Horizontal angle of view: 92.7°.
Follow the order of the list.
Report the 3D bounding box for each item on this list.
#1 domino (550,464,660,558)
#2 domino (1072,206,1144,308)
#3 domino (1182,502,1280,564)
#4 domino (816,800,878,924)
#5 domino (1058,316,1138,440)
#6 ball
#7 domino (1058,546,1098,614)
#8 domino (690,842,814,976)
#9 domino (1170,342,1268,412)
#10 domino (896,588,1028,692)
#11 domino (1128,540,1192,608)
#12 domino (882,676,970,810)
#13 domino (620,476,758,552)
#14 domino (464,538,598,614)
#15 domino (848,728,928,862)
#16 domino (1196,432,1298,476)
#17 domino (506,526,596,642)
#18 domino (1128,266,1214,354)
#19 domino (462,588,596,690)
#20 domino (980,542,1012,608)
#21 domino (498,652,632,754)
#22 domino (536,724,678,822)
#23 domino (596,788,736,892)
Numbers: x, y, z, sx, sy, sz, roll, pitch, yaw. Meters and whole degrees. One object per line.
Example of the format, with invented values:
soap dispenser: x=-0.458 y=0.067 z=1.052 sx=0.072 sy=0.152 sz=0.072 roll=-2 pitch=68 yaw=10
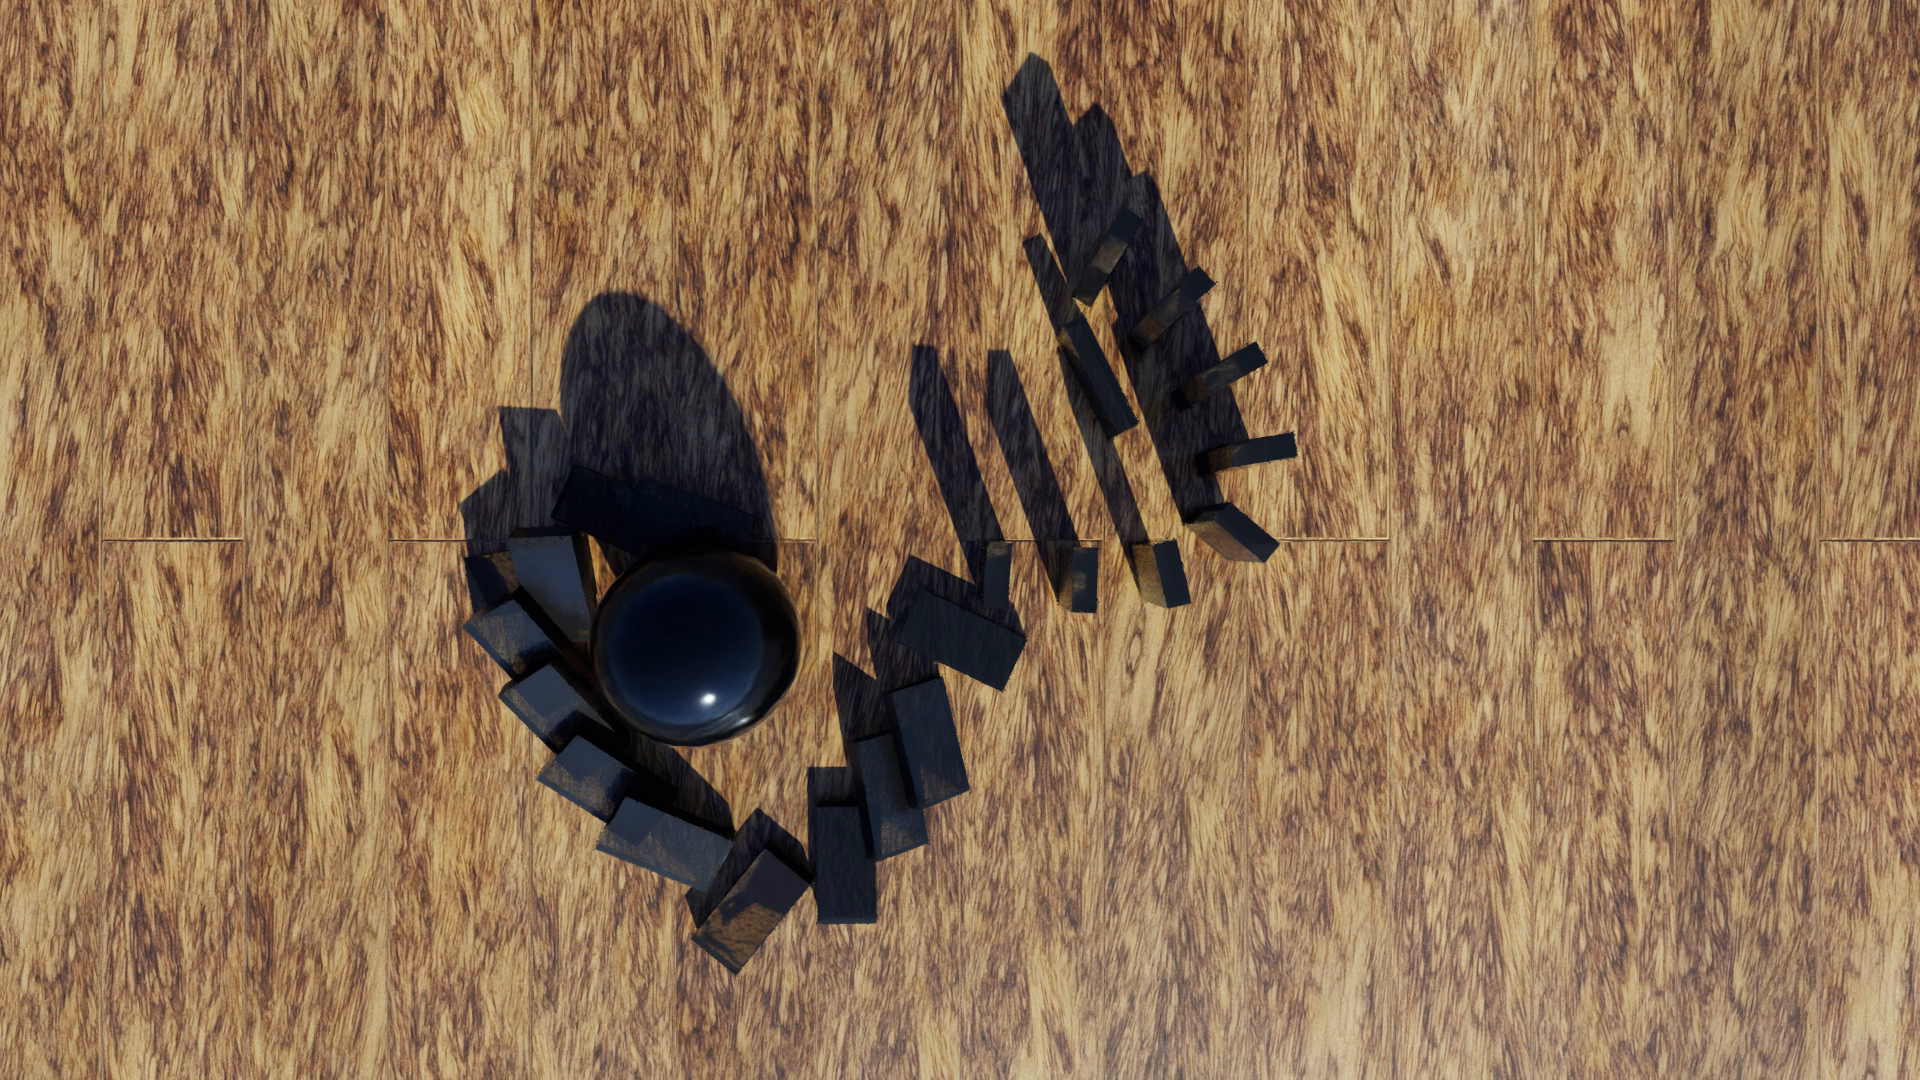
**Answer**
domino: x=-0.147 y=-0.011 z=0.395 sx=0.050 sy=0.009 sz=0.025 roll=24 pitch=90 yaw=0
domino: x=0.060 y=-0.114 z=0.375 sx=0.009 sy=0.050 sz=0.025 roll=32 pitch=90 yaw=0
domino: x=0.110 y=-0.003 z=0.375 sx=0.025 sy=0.050 sz=0.009 roll=40 pitch=90 yaw=0
domino: x=-0.049 y=0.139 z=0.395 sx=0.025 sy=0.009 sz=0.050 roll=-1 pitch=90 yaw=0
domino: x=0.058 y=-0.068 z=0.388 sx=0.009 sy=0.025 sz=0.050 roll=-27 pitch=90 yaw=0
ball: x=-0.102 y=0.041 z=0.360 sx=0.080 sy=0.080 sz=0.080 roll=0 pitch=90 yaw=0
domino: x=0.048 y=0.015 z=0.375 sx=0.009 sy=0.050 sz=0.025 roll=2 pitch=90 yaw=0
domino: x=-0.089 y=0.159 z=0.395 sx=0.025 sy=0.010 sz=0.050 roll=39 pitch=90 yaw=0
domino: x=0.105 y=-0.066 z=0.375 sx=0.025 sy=0.050 sz=0.009 roll=-29 pitch=90 yaw=0
domino: x=0.001 y=0.043 z=0.395 sx=0.050 sy=0.010 sz=0.025 roll=25 pitch=90 yaw=0
domino: x=0.081 y=0.013 z=0.375 sx=0.009 sy=0.050 sz=0.025 roll=-14 pitch=90 yaw=0
domino: x=-0.014 y=0.086 z=0.390 sx=0.025 sy=0.010 sz=0.050 roll=-14 pitch=90 yaw=-30
domino: x=-0.114 y=-0.007 z=0.388 sx=0.050 sy=0.010 sz=0.025 roll=20 pitch=90 yaw=-19
domino: x=-0.185 y=0.016 z=0.395 sx=0.050 sy=0.010 sz=0.025 roll=-10 pitch=90 yaw=0
domino: x=-0.031 y=0.107 z=0.389 sx=0.025 sy=0.009 sz=0.050 roll=-10 pitch=90 yaw=-33
domino: x=0.116 y=-0.035 z=0.375 sx=0.025 sy=0.050 sz=0.010 roll=-9 pitch=90 yaw=0
domino: x=-0.169 y=0.019 z=0.382 sx=0.025 sy=0.010 sz=0.050 roll=-3 pitch=116 yaw=-4
domino: x=0.085 y=-0.093 z=0.375 sx=0.025 sy=0.050 sz=0.009 roll=-42 pitch=90 yaw=0
domino: x=-0.179 y=0.047 z=0.384 sx=0.025 sy=0.009 sz=0.050 roll=-28 pitch=115 yaw=7
domino: x=0.014 y=0.013 z=0.375 sx=0.009 sy=0.050 sz=0.025 roll=4 pitch=90 yaw=0
domino: x=-0.165 y=0.074 z=0.386 sx=0.025 sy=0.010 sz=0.050 roll=-33 pitch=114 yaw=0
domino: x=-0.148 y=0.103 z=0.387 sx=0.050 sy=0.009 sz=0.025 roll=42 pitch=90 yaw=-20
domino: x=-0.124 y=0.127 z=0.388 sx=0.050 sy=0.009 sz=0.025 roll=30 pitch=90 yaw=-18
